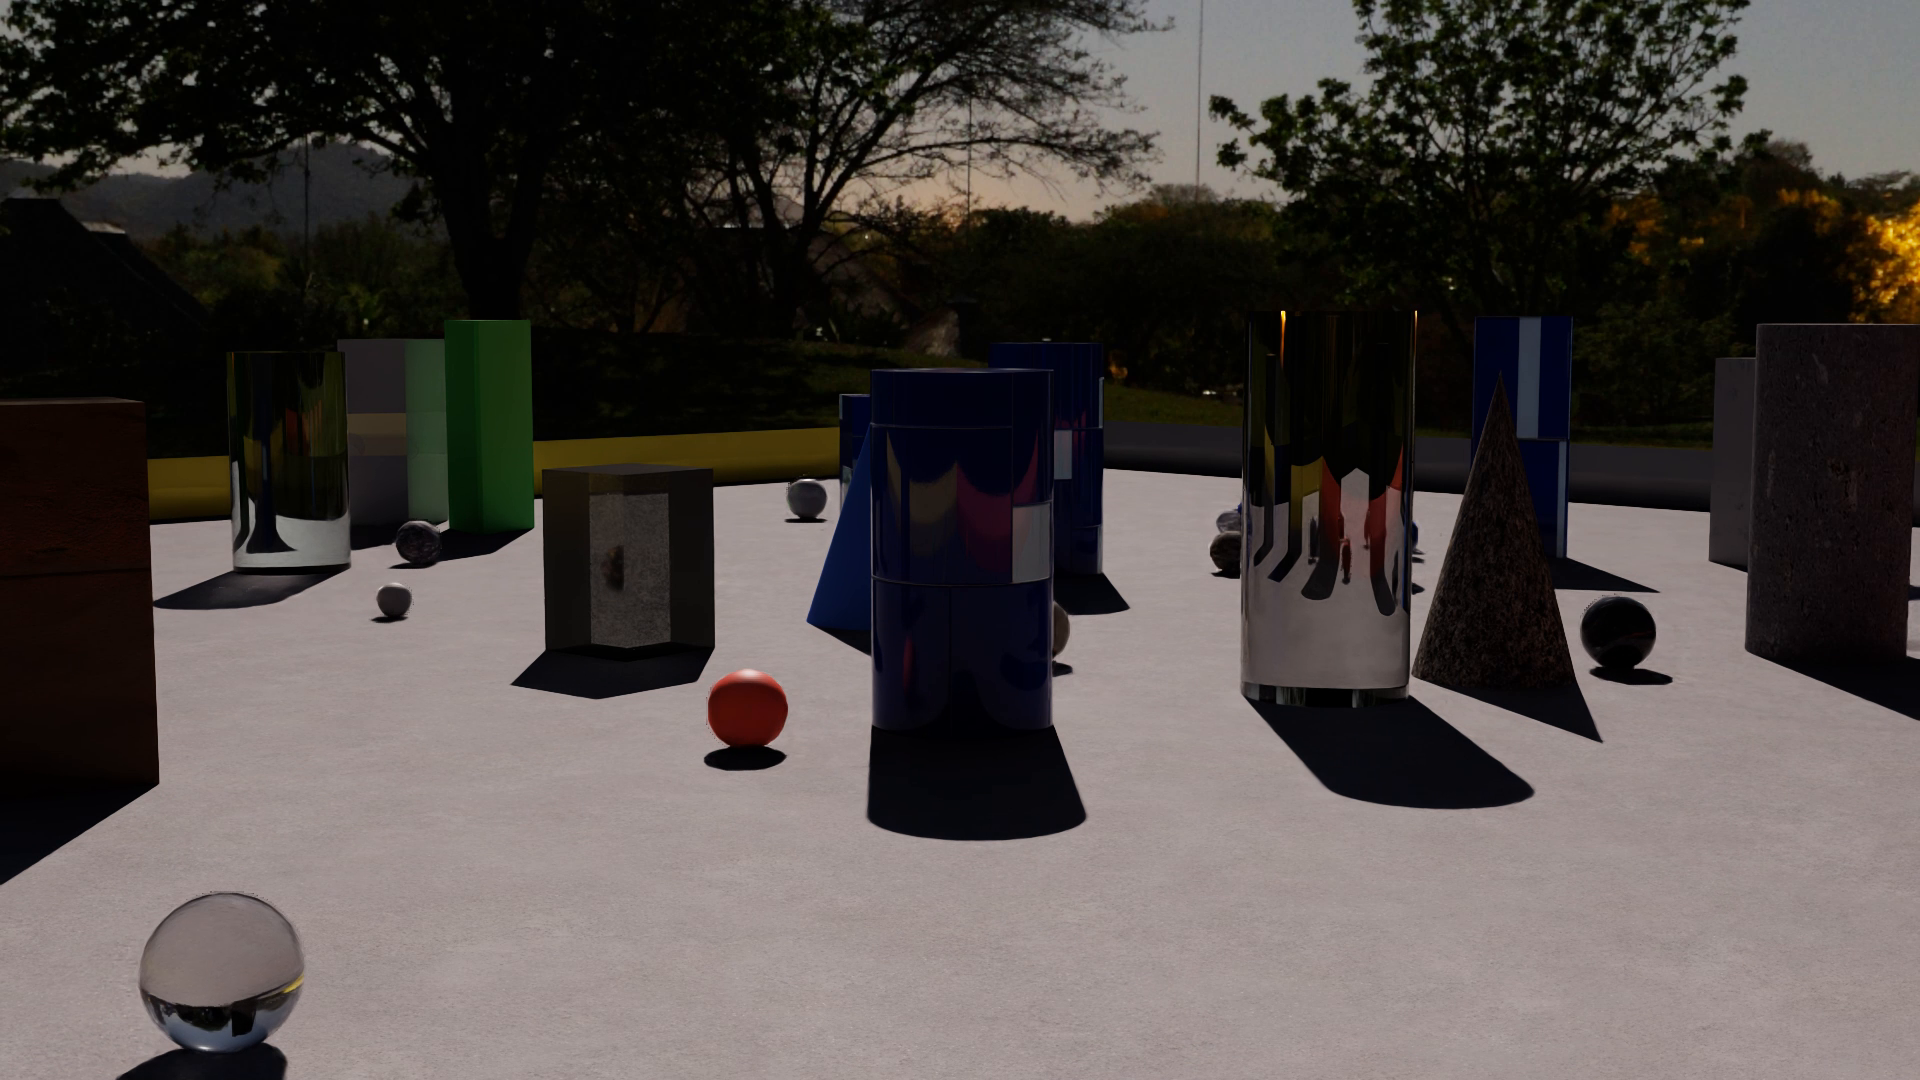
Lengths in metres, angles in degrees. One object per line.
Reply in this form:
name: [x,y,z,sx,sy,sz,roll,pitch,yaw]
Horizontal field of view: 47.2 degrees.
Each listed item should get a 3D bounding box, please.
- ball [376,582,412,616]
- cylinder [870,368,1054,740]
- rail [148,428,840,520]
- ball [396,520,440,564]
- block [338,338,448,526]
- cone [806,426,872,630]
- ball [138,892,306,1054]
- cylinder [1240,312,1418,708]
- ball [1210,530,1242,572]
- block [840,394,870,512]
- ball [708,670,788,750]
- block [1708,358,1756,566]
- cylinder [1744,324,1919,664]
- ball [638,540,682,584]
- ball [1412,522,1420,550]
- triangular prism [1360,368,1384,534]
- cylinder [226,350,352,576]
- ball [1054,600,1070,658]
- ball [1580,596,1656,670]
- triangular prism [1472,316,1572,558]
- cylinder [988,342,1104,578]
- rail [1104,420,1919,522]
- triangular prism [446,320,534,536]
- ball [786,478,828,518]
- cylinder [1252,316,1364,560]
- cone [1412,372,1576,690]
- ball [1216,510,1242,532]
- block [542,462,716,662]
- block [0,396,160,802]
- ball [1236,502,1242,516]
ball: [-0.825,0.087,3.205,0.049,0.049,0.049,0,6,0]
cylinder: [0.003,0.009,2.358,0.196,0.381,0.196,0,6,0]
rail: [-1.448,-0.130,4.892,4.684,0.127,0.045,-5,8,-42]
ball: [-0.956,0.003,3.876,0.077,0.077,0.077,0,6,0]
block: [-1.185,-0.228,4.603,0.157,0.384,0.157,2,6,18]
cone: [-0.123,-0.034,3.151,0.196,0.300,0.196,0,6,0]
ball: [-0.443,0.260,1.322,0.096,0.096,0.096,0,6,0]
cylinder: [0.425,-0.042,2.544,0.196,0.443,0.196,0,6,0]
ball: [0.462,0.019,3.745,0.071,0.071,0.071,0,6,0]
block: [-0.164,-0.173,4.647,0.157,0.265,0.157,-1,6,-13]
ball: [-0.216,0.172,2.233,0.082,0.082,0.082,0,6,0]
block: [1.435,-0.138,3.854,0.157,0.360,0.157,-3,6,-23]
cylinder: [1.126,-0.065,2.843,0.196,0.426,0.196,0,6,0]
ball: [-0.489,0.036,3.576,0.072,0.072,0.072,0,6,0]
ball: [0.790,-0.008,3.973,0.078,0.078,0.078,0,6,0]
triangular prism: [0.756,-0.185,4.452,0.170,0.330,0.147,0,6,0]
cylinder: [-1.152,-0.136,3.776,0.196,0.373,0.196,0,6,0]
ball: [0.097,0.113,2.782,0.086,0.086,0.086,0,6,0]
ball: [0.817,0.115,2.731,0.092,0.092,0.092,0,6,0]
triangular prism: [1.032,-0.194,4.040,0.170,0.434,0.147,2,6,16]
cylinder: [0.145,-0.139,3.731,0.196,0.389,0.196,0,6,0]
rail: [1.704,-0.130,4.895,0.045,0.127,4.317,-5,8,-42]
triangular prism: [-0.935,-0.232,4.451,0.147,0.424,0.170,-4,7,-33]
ball: [-0.327,-0.090,4.709,0.087,0.087,0.087,0,6,0]
cylinder: [0.632,-0.190,4.000,0.196,0.434,0.196,0,6,0]
cone: [0.651,-0.019,2.665,0.196,0.373,0.196,0,6,0]
ball: [0.533,-0.034,4.344,0.053,0.053,0.053,0,6,0]
block: [-0.434,0.025,2.886,0.157,0.238,0.157,5,8,39]
block: [-0.863,0.049,2.078,0.157,0.359,0.157,-4,7,-32]
ball: [0.587,-0.050,4.425,0.067,0.067,0.067,0,6,0]
